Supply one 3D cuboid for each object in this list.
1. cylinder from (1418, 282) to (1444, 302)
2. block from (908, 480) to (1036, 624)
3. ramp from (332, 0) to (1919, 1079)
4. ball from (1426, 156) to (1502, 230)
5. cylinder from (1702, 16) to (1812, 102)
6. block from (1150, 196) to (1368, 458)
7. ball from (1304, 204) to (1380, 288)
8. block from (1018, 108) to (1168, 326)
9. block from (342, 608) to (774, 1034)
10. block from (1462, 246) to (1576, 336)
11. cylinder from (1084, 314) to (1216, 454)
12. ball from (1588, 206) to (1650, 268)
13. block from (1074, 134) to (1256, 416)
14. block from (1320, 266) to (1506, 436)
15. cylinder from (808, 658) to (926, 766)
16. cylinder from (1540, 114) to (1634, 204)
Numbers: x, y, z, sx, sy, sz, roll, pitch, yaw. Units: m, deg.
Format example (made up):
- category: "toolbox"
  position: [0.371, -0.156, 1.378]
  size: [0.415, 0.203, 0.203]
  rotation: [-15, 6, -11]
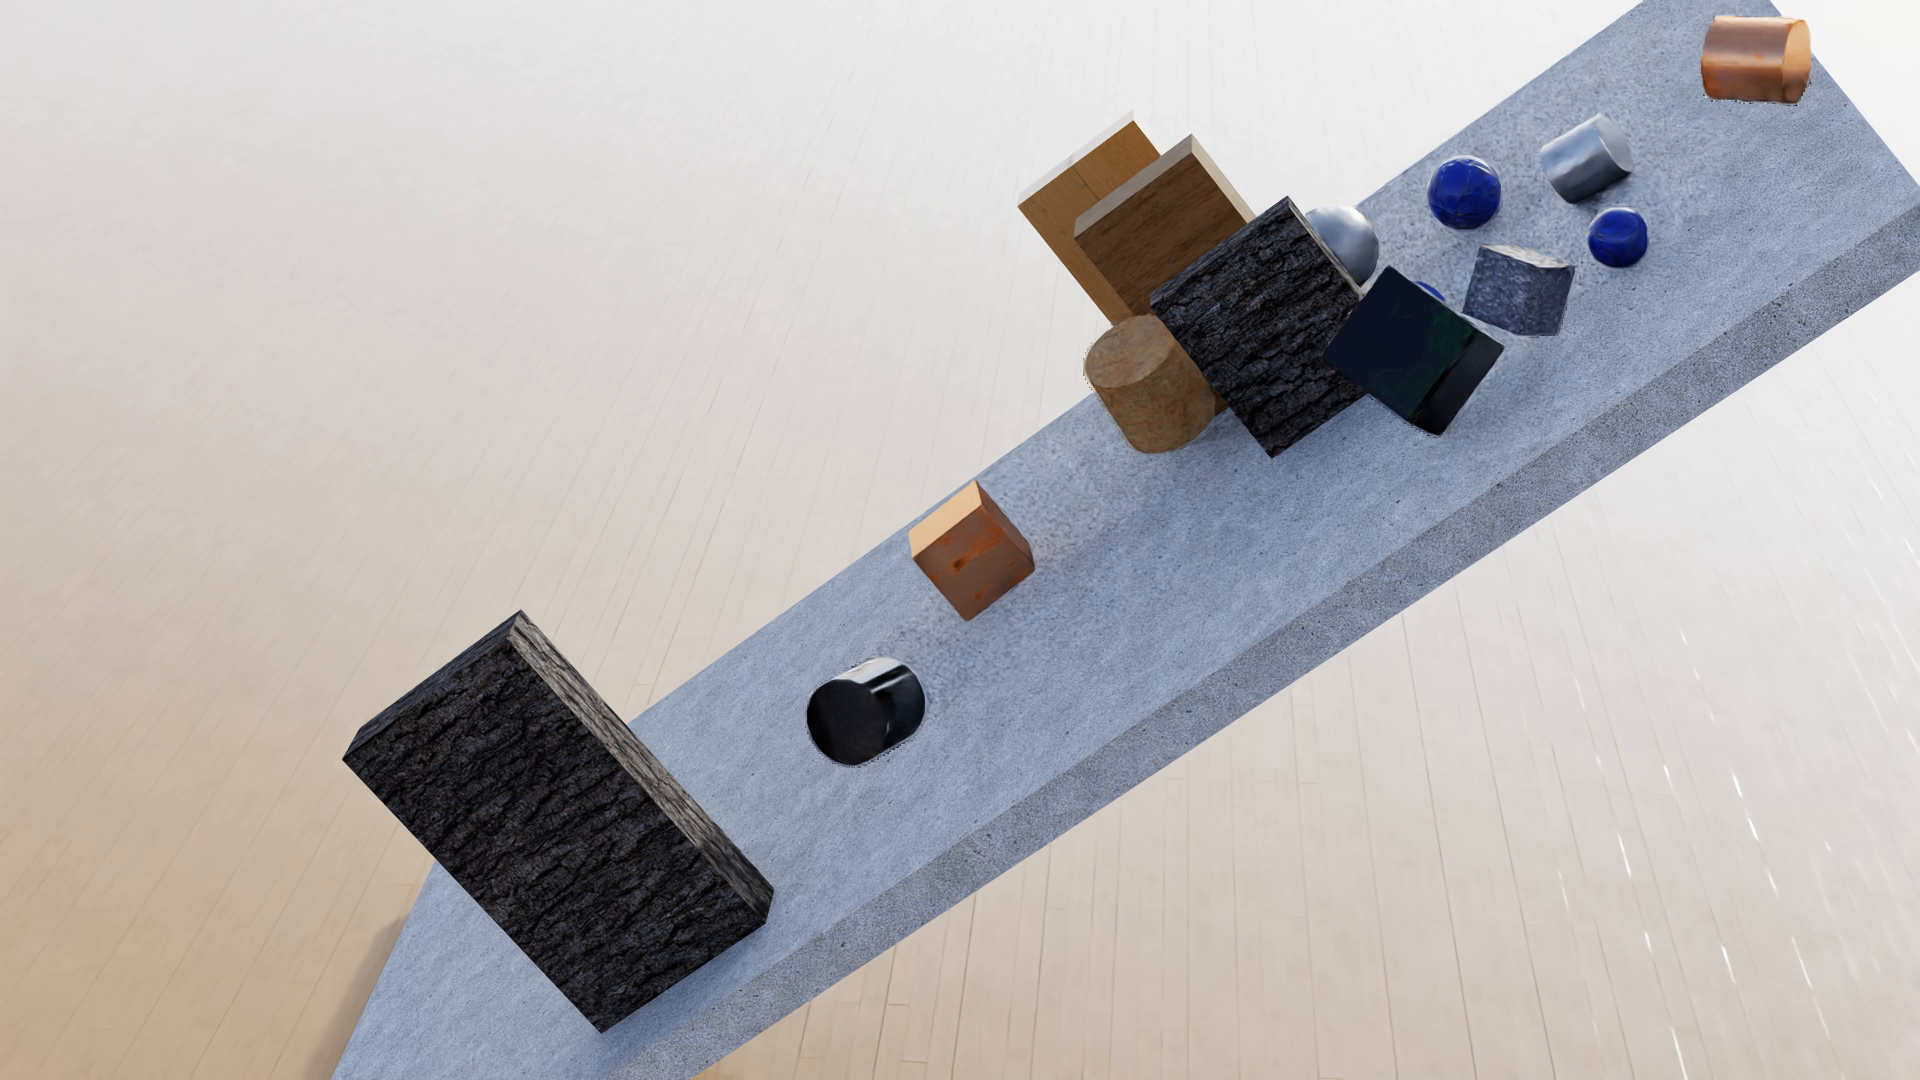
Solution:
- category: "cylinder"
  position: [0.869, -0.413, 5.716]
  size: [0.129, 0.129, 0.129]
  rotation: [2, 45, -2]
- category: "block"
  position: [0.025, 0.024, 6.454]
  size: [0.192, 0.192, 0.192]
  rotation: [-38, 16, 8]
- category: "ramp"
  position: [0.124, 0.182, 6.332]
  size: [4.000, 0.100, 2.000]
  rotation: [-35, 16, 17]
- category: "ball"
  position: [1.061, -0.731, 6.193]
  size: [0.157, 0.157, 0.157]
  rotation: [0, 23, 0]
- category: "cylinder"
  position: [1.503, -0.907, 5.548]
  size: [0.157, 0.157, 0.157]
  rotation: [9, 24, 33]
- category: "block"
  position: [0.637, -0.421, 5.859]
  size: [0.338, 0.406, 0.083]
  rotation: [-35, 16, 17]
- category: "ball"
  position: [0.796, -0.618, 6.284]
  size: [0.197, 0.197, 0.197]
  rotation: [0, 23, 0]
- category: "block"
  position: [0.430, -0.681, 6.811]
  size: [0.335, 0.534, 0.104]
  rotation: [-35, 16, 17]
- category: "block"
  position: [-0.782, 0.560, 5.777]
  size: [0.432, 0.766, 0.135]
  rotation: [-35, 16, 17]
- category: "block"
  position: [1.016, -0.455, 5.347]
  size: [0.128, 0.128, 0.128]
  rotation: [27, 22, 38]
- category: "cylinder"
  position: [0.403, -0.329, 6.220]
  size: [0.209, 0.209, 0.209]
  rotation: [-20, 41, 19]
- category: "ball"
  position: [1.218, -0.560, 5.440]
  size: [0.113, 0.113, 0.113]
  rotation: [0, 23, 0]
- category: "block"
  position: [0.526, -0.570, 6.341]
  size: [0.313, 0.505, 0.148]
  rotation: [-35, 16, 17]
- category: "block"
  position: [0.825, -0.341, 5.342]
  size: [0.204, 0.204, 0.204]
  rotation: [40, 11, 24]
- category: "cylinder"
  position: [-0.188, 0.344, 5.925]
  size: [0.178, 0.178, 0.178]
  rotation: [11, 16, 23]
- category: "cylinder"
  position: [1.252, -0.760, 5.876]
  size: [0.132, 0.132, 0.132]
  rotation: [-30, 6, 33]
